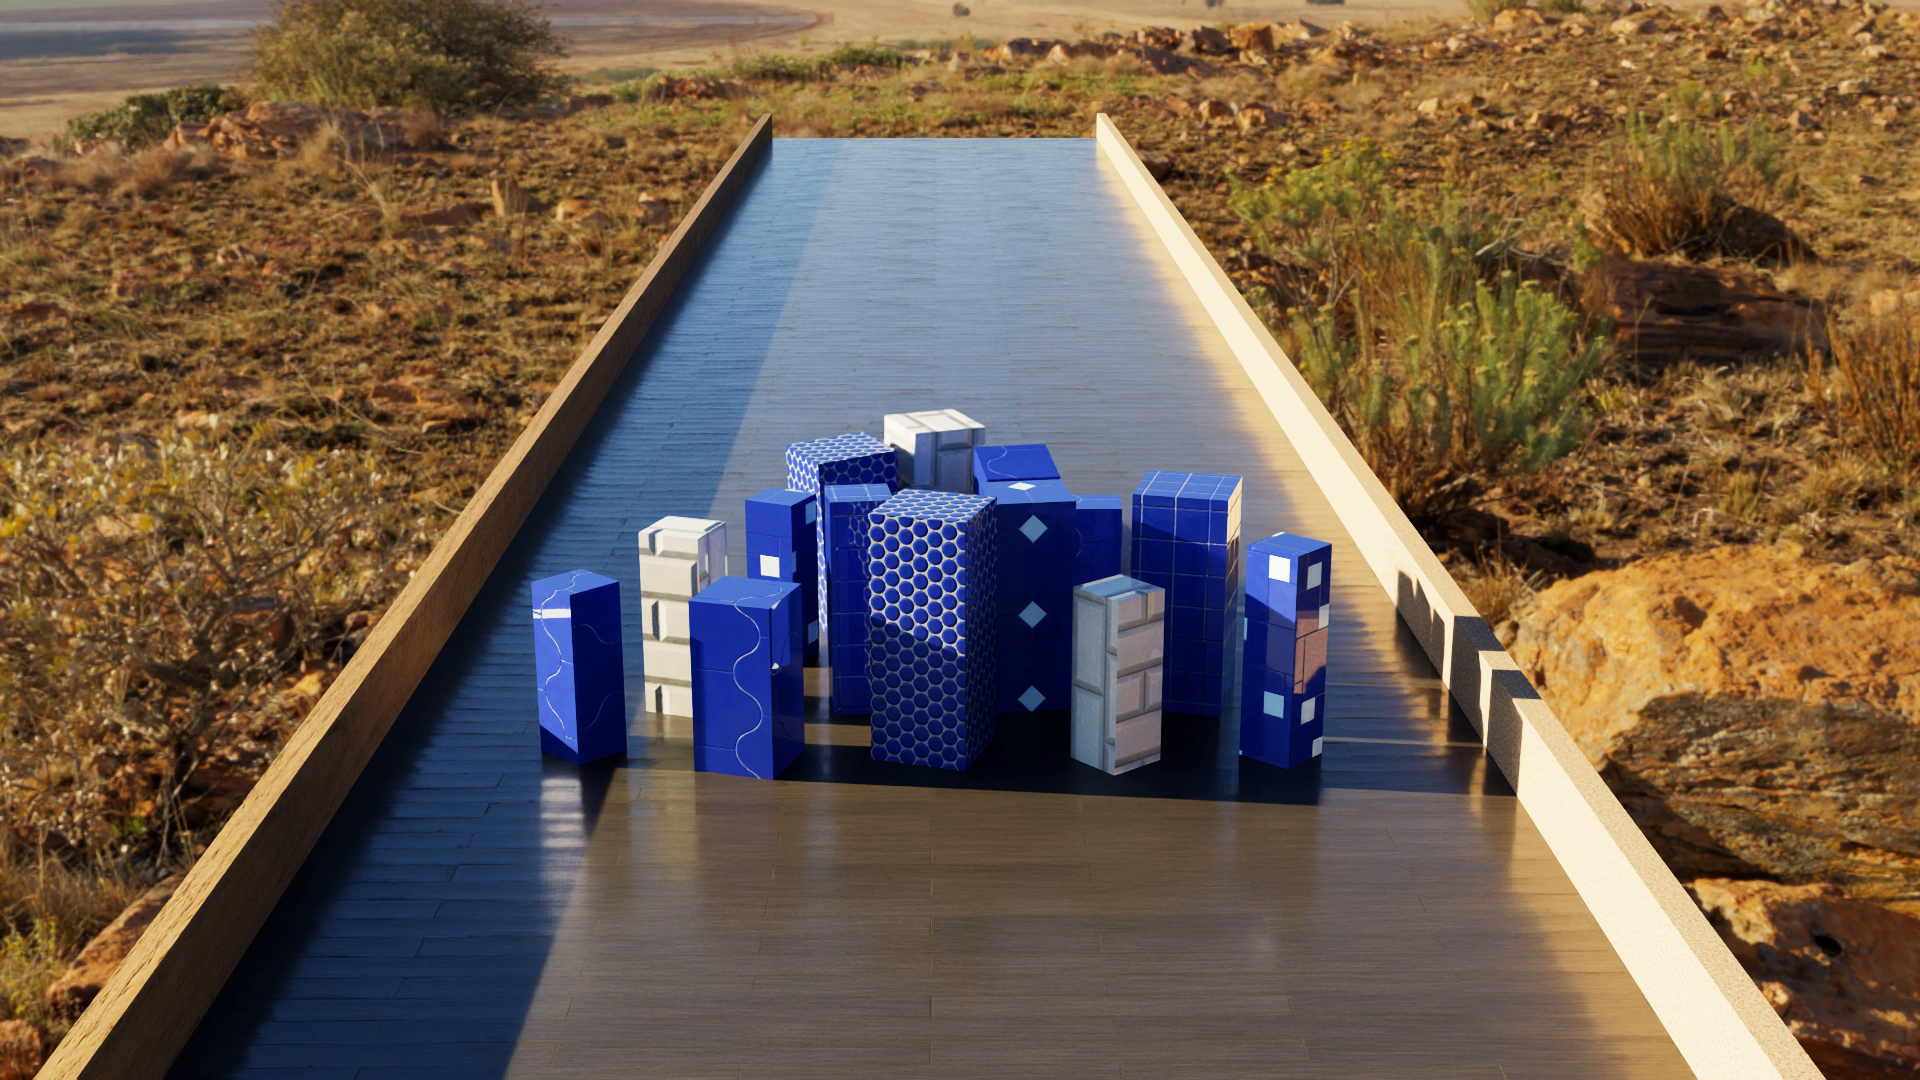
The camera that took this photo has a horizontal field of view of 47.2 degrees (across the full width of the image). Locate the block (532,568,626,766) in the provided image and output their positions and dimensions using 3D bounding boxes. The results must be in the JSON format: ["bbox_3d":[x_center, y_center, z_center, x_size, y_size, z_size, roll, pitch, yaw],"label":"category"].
[{"bbox_3d":[-0.677,0.225,3.913,0.109,0.317,0.109,15,22,41],"label":"block"}]

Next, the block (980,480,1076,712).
[{"bbox_3d":[0.125,0.105,4.159,0.156,0.407,0.156,-2,17,-8],"label":"block"}]

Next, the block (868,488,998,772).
[{"bbox_3d":[-0.046,0.157,3.904,0.176,0.454,0.176,6,17,18],"label":"block"}]

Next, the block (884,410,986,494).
[{"bbox_3d":[-0.058,-0.058,4.703,0.160,0.404,0.160,-7,19,-24],"label":"block"}]

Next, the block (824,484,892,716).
[{"bbox_3d":[-0.187,0.111,4.126,0.117,0.414,0.117,-2,17,-8],"label":"block"}]

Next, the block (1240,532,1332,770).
[{"bbox_3d":[0.574,0.195,3.885,0.105,0.392,0.105,15,22,40],"label":"block"}]

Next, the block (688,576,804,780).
[{"bbox_3d":[-0.373,0.241,3.868,0.149,0.313,0.149,5,17,17],"label":"block"}]

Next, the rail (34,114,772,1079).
[{"bbox_3d":[-1.118,-0.838,7.780,0.050,0.150,12.000,0,17,-1],"label":"rail"}]

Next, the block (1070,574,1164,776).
[{"bbox_3d":[0.276,0.236,3.873,0.113,0.319,0.113,-14,21,-38],"label":"block"}]

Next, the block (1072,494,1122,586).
[{"bbox_3d":[0.266,0.079,4.396,0.103,0.322,0.103,0,17,0],"label":"block"}]

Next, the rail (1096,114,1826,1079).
[{"bbox_3d":[0.932,-0.844,7.801,0.050,0.150,12.000,0,17,-1],"label":"rail"}]

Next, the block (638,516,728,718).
[{"bbox_3d":[-0.514,0.144,4.128,0.120,0.351,0.120,6,18,19],"label":"block"}]

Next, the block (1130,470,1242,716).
[{"bbox_3d":[0.425,0.099,4.160,0.177,0.419,0.177,4,17,14],"label":"block"}]

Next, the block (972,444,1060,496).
[{"bbox_3d":[0.109,-0.002,4.562,0.149,0.359,0.149,-3,29,-9],"label":"block"}]

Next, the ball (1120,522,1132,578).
[{"bbox_3d":[0.290,0.037,4.752,0.200,0.200,0.200,0,17,0],"label":"ball"}]

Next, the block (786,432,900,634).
[{"bbox_3d":[-0.237,-0.015,4.610,0.176,0.371,0.176,-11,20,-24],"label":"block"}]

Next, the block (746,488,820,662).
[{"bbox_3d":[-0.354,0.074,4.395,0.103,0.333,0.103,8,18,24],"label":"block"}]
